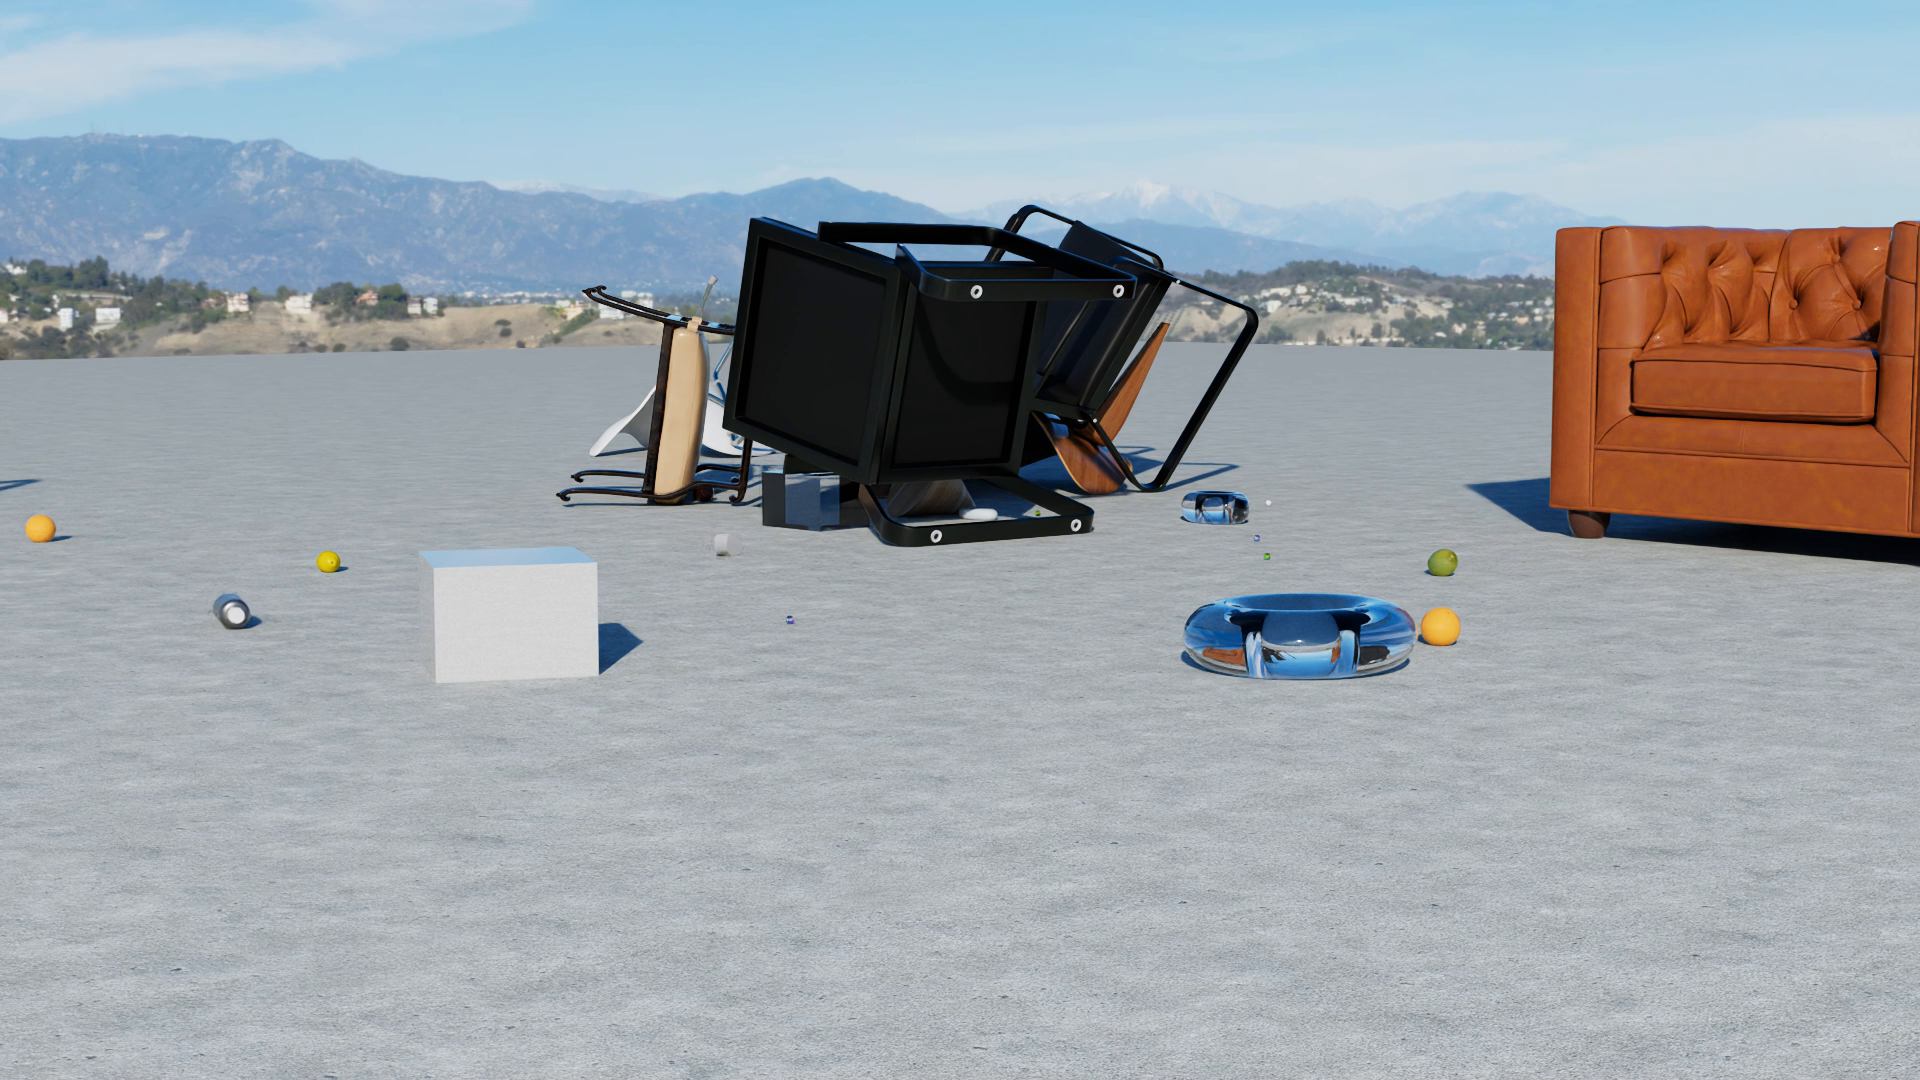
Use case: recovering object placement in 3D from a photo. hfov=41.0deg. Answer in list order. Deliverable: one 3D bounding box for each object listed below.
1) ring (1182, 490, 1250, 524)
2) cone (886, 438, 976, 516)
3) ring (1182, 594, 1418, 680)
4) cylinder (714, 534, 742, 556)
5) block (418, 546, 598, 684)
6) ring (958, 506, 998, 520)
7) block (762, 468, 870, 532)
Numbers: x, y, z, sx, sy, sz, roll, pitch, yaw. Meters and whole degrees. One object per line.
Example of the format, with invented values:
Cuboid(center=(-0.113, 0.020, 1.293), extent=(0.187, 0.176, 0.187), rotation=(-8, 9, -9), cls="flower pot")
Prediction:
Cuboid(center=(0.684, -0.087, 6.870), extent=(0.157, 0.082, 0.213), rotation=(-3, 5, -37), cls="ring")
Cuboid(center=(-0.035, -0.123, 7.084), extent=(0.229, 0.254, 0.208), rotation=(29, 23, -28), cls="cone")
Cuboid(center=(0.572, 0.160, 4.320), extent=(0.397, 0.113, 0.370), rotation=(-2, 6, -12), cls="ring")
Cuboid(center=(-0.546, 0.011, 6.040), extent=(0.037, 0.051, 0.060), rotation=(4, -27, 35), cls="cylinder")
Cuboid(center=(-0.762, 0.122, 4.313), extent=(0.265, 0.188, 0.262), rotation=(-2, 6, -17), cls="block")
Cuboid(center=(0.049, -0.072, 6.954), extent=(0.125, 0.032, 0.073), rotation=(6, 7, 39), cls="ring")
Cuboid(center=(-0.380, -0.107, 6.752), extent=(0.229, 0.143, 0.174), rotation=(6, 8, 45), cls="block")
